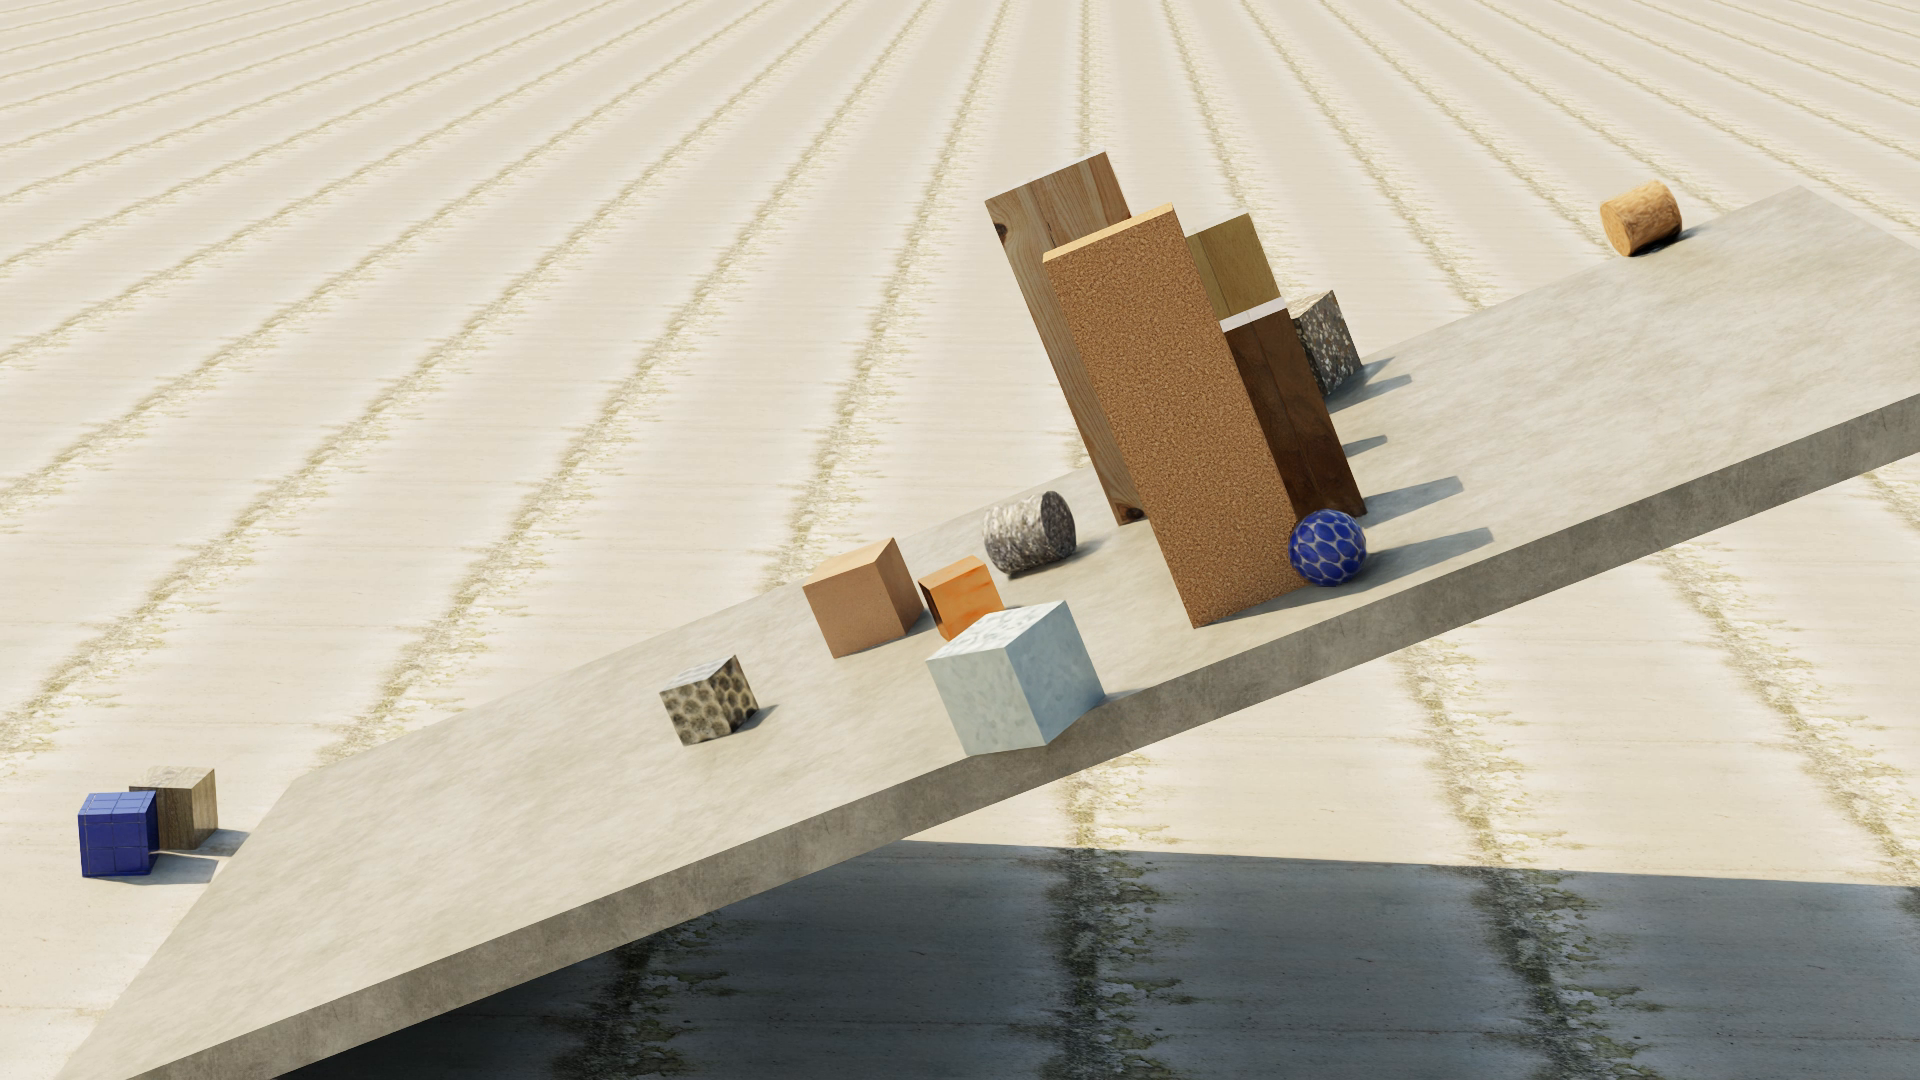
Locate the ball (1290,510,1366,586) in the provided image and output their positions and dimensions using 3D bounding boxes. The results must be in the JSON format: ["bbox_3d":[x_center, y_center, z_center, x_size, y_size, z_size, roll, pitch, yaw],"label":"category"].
[{"bbox_3d":[0.676,0.013,5.396,0.140,0.140,0.140,0,14,0],"label":"ball"}]

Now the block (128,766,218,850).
[{"bbox_3d":[-1.959,0.666,7.330,0.160,0.160,0.160,2,14,6],"label":"block"}]

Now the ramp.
[{"bbox_3d":[0.126,0.172,6.288,4.000,0.100,2.000,-21,12,8],"label":"ramp"}]

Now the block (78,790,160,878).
[{"bbox_3d":[-2.042,0.714,7.144,0.159,0.159,0.159,-1,14,-6],"label":"block"}]

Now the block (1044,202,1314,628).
[{"bbox_3d":[0.414,-0.229,5.466,0.254,0.747,0.111,-21,12,8],"label":"block"}]

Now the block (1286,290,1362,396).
[{"bbox_3d":[0.799,-0.450,7.011,0.198,0.198,0.198,-14,15,37],"label":"block"}]

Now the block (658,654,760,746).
[{"bbox_3d":[-0.531,0.340,6.226,0.130,0.130,0.130,-16,14,28],"label":"block"}]

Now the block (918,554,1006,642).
[{"bbox_3d":[0.006,0.125,6.162,0.130,0.130,0.130,-25,12,-8],"label":"block"}]

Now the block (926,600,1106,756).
[{"bbox_3d":[0.101,0.249,5.307,0.195,0.195,0.195,-12,17,43],"label":"block"}]

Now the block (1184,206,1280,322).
[{"bbox_3d":[0.570,-0.470,6.834,0.395,0.485,0.101,-21,12,8],"label":"block"}]

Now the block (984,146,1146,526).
[{"bbox_3d":[0.333,-0.441,6.443,0.282,0.780,0.083,-21,12,8],"label":"block"}]

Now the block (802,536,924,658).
[{"bbox_3d":[-0.211,0.126,6.444,0.176,0.176,0.176,-19,13,18],"label":"block"}]

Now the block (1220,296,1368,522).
[{"bbox_3d":[0.607,-0.223,5.812,0.244,0.442,0.132,-21,12,8],"label":"block"}]
